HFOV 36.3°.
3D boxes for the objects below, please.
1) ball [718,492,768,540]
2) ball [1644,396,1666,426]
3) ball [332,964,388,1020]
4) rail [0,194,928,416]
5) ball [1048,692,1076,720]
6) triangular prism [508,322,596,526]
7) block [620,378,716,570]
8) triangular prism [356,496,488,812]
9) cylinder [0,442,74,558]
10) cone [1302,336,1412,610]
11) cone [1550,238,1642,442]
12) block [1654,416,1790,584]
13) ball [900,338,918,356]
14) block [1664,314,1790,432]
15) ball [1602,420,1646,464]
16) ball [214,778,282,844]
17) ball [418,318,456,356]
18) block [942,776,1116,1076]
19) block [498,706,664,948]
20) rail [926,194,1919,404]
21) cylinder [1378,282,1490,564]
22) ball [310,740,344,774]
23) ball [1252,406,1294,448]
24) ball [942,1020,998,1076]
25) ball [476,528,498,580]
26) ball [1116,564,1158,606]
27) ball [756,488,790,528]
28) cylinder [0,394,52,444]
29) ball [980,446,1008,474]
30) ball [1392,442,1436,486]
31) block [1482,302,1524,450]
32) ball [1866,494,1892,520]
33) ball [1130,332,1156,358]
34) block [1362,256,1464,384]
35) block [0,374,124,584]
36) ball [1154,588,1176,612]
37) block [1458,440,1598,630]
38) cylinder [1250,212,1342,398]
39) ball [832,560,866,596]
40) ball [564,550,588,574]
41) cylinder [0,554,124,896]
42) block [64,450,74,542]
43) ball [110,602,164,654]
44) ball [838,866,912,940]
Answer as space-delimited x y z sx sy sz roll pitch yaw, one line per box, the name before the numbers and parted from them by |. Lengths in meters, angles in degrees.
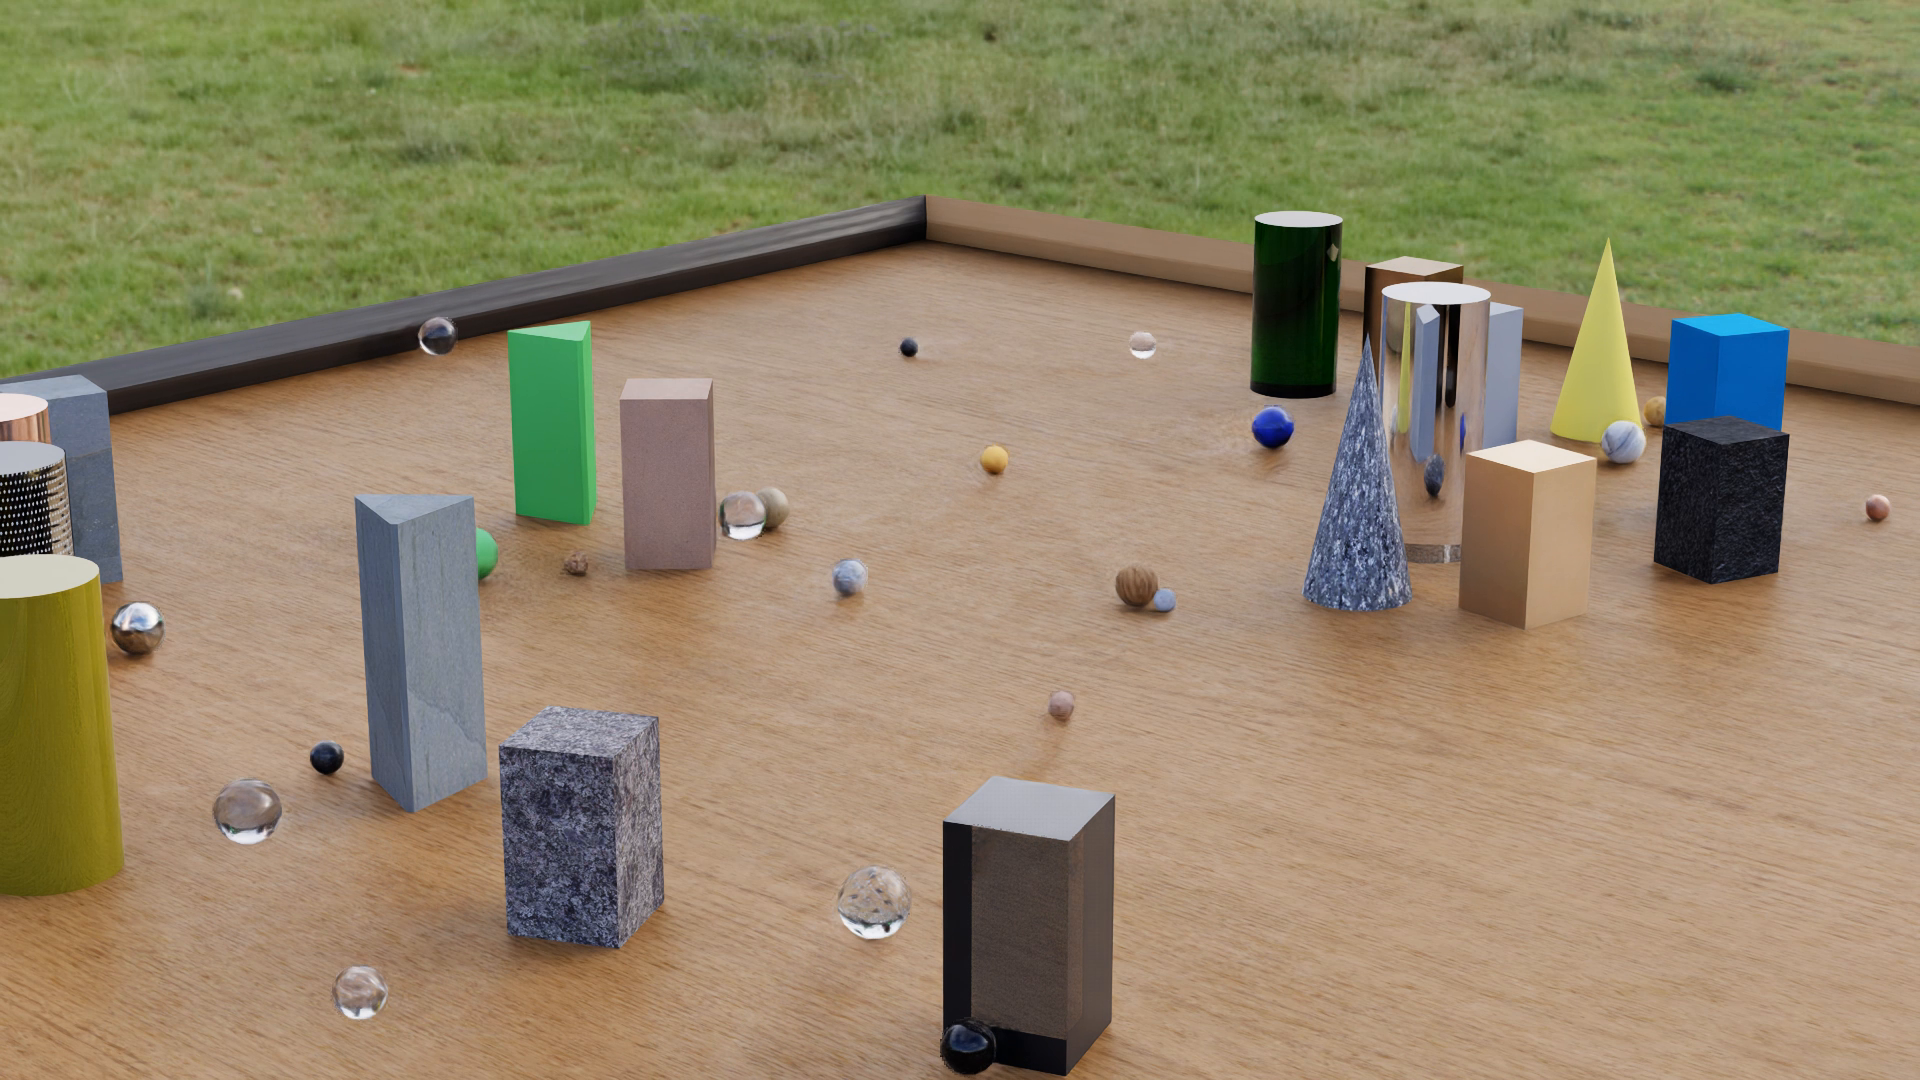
ball | -0.404 -0.045 5.438 0.091 0.091 0.091 0 17 0
ball | 1.489 -0.275 6.247 0.064 0.064 0.064 0 17 0
ball | -0.722 0.544 3.529 0.066 0.066 0.066 0 17 0
rail | -1.649 -0.382 6.491 0.045 0.125 4.792 14 22 39
ball | 0.157 0.255 4.525 0.043 0.043 0.043 0 17 0
triangular prism | -0.743 -0.229 5.586 0.167 0.357 0.145 9 19 27
block | -0.526 -0.121 5.301 0.155 0.314 0.155 0 17 -1
triangular prism | -0.798 0.151 4.204 0.145 0.427 0.167 10 19 30
cylinder | -1.392 0.104 4.295 0.193 0.464 0.193 0 17 0
cone | 0.695 -0.130 5.066 0.193 0.469 0.193 0 17 0
cone | 1.348 -0.432 6.154 0.193 0.417 0.193 0 17 0
block | 1.361 -0.074 5.247 0.155 0.256 0.155 -9 19 -26
ball | -0.119 -0.451 6.864 0.043 0.043 0.043 0 17 0
block | 1.454 -0.233 5.587 0.155 0.364 0.155 -6 18 -20
ball | 1.348 -0.199 5.955 0.087 0.087 0.087 0 17 0
ball | -0.983 0.375 4.046 0.091 0.091 0.091 0 17 0
ball | -1.224 -0.477 6.873 0.088 0.088 0.088 0 17 0
block | 0.081 0.451 3.444 0.155 0.293 0.155 7 18 22
block | -0.485 0.368 3.779 0.155 0.259 0.155 5 17 15
rail | 1.555 -0.486 6.835 4.416 0.125 0.045 14 22 39
cylinder | 0.854 -0.214 5.327 0.193 0.478 0.193 0 17 0
ball | -0.929 0.319 4.303 0.050 0.050 0.050 0 17 0
ball | 0.648 -0.234 6.071 0.086 0.086 0.086 0 17 0
ball | 0.011 0.587 3.391 0.064 0.064 0.064 0 17 0
ball | -0.867 0.025 5.196 0.097 0.097 0.097 0 17 0
ball | 0.305 0.077 5.057 0.075 0.075 0.075 0 17 0
ball | -0.357 -0.061 5.517 0.075 0.075 0.075 0 17 0
cylinder | -1.506 0.018 4.585 0.193 0.462 0.193 0 17 0
ball | 0.070 -0.161 5.880 0.057 0.057 0.057 0 17 0
ball | 0.896 -0.151 5.796 0.085 0.085 0.085 0 17 0
block | 1.047 -0.339 6.066 0.155 0.290 0.155 -14 22 -39
ball | 1.744 -0.062 5.568 0.048 0.048 0.048 0 17 0
ball | 0.427 -0.455 6.843 0.063 0.063 0.063 0 17 0
block | 1.001 -0.467 6.496 0.155 0.286 0.155 15 22 40
block | -1.593 -0.100 5.179 0.155 0.345 0.155 -11 20 -31
ball | 0.352 0.103 5.035 0.040 0.040 0.040 0 17 0
block | 0.968 -0.011 5.006 0.155 0.275 0.155 -12 21 -35
cylinder | 0.746 -0.524 6.516 0.193 0.384 0.193 0 17 0
ball | -0.194 0.065 5.121 0.062 0.062 0.062 0 17 0
ball | -0.685 0.040 5.235 0.044 0.044 0.044 0 17 0
cylinder | -1.232 0.245 3.914 0.193 0.414 0.193 0 17 0
block | -1.608 0.000 4.946 0.155 0.288 0.155 5 17 16
ball | -1.351 0.145 4.817 0.086 0.086 0.086 0 17 0
ball | -0.110 0.463 3.748 0.094 0.094 0.094 0 17 0
